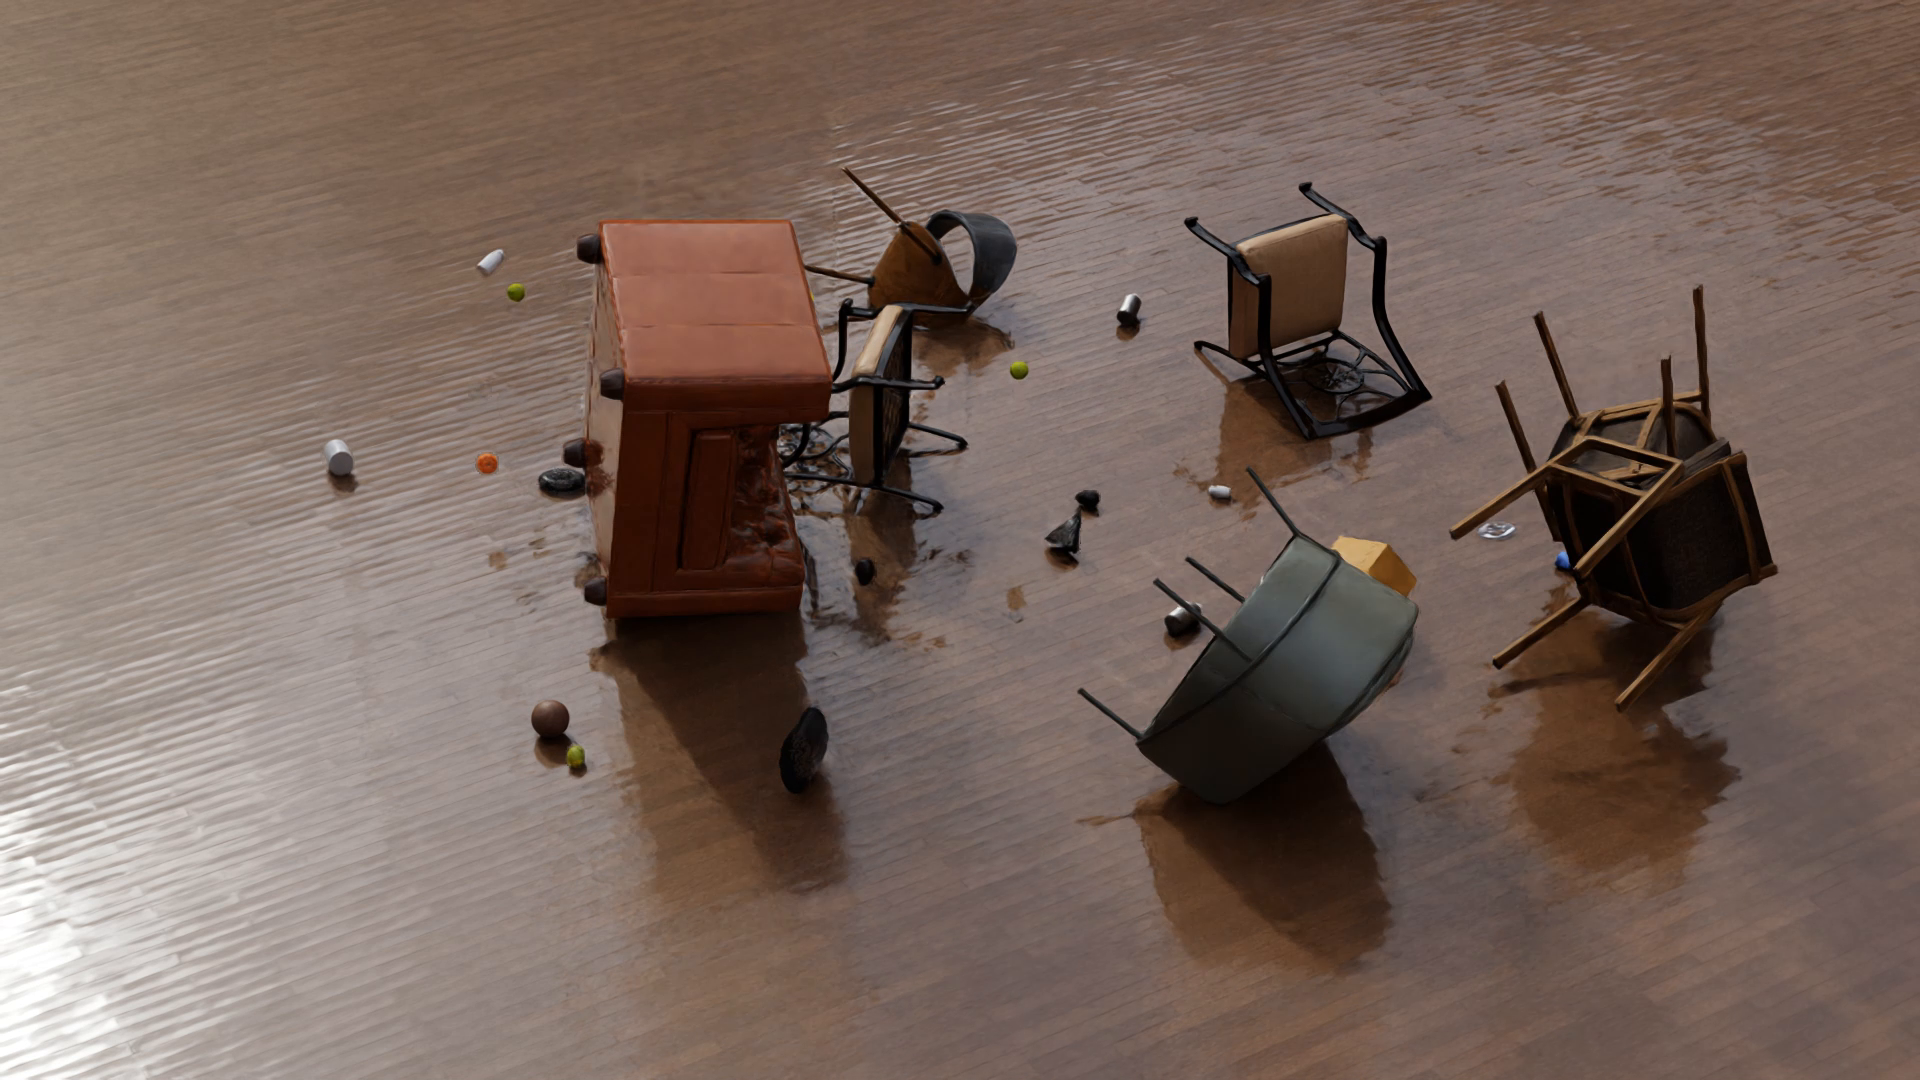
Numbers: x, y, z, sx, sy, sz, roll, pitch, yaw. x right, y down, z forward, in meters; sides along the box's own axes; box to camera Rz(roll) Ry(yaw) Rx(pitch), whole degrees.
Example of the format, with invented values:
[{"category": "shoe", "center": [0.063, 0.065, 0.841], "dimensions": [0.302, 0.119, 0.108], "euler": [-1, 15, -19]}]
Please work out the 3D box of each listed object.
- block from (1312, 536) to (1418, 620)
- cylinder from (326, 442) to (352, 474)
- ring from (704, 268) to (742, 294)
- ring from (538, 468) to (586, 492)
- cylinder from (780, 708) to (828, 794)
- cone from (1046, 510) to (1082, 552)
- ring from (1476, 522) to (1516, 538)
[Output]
[{"category": "block", "center": [1.437, 0.133, 10.407], "dimensions": [0.179, 0.202, 0.258], "euler": [-52, 29, -17]}, {"category": "cylinder", "center": [-2.402, -0.318, 11.330], "dimensions": [0.093, 0.107, 0.098], "euler": [11, 13, -12]}, {"category": "ring", "center": [-1.019, -1.111, 12.568], "dimensions": [0.101, 0.061, 0.213], "euler": [12, 33, 40]}, {"category": "ring", "center": [-1.528, -0.229, 11.253], "dimensions": [0.184, 0.044, 0.132], "euler": [3, 33, 7]}, {"category": "cylinder", "center": [-0.514, 0.692, 9.655], "dimensions": [0.110, 0.228, 0.197], "euler": [9, 23, 10]}, {"category": "cone", "center": [0.413, -0.048, 10.875], "dimensions": [0.154, 0.075, 0.158], "euler": [22, 76, 34]}, {"category": "ring", "center": [2.007, -0.041, 10.985], "dimensions": [0.156, 0.024, 0.088], "euler": [-9, 34, -13]}]
